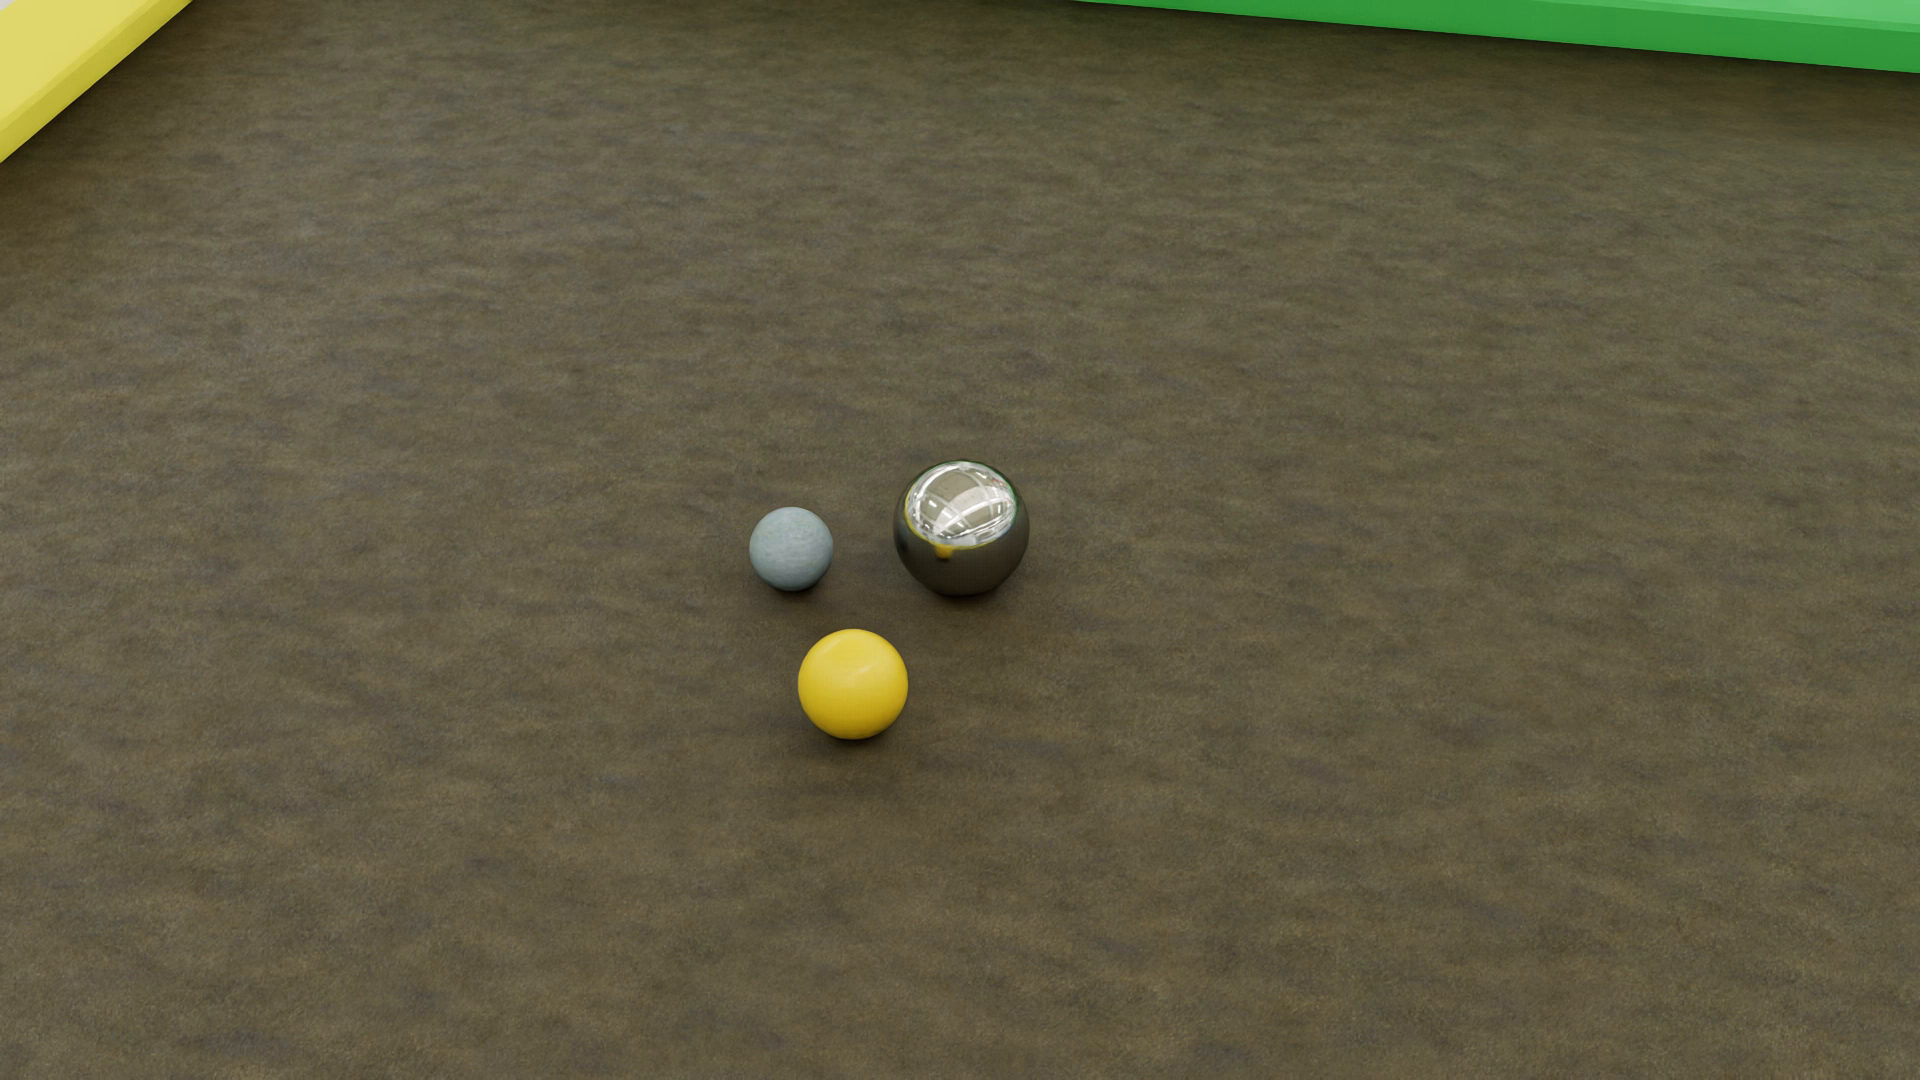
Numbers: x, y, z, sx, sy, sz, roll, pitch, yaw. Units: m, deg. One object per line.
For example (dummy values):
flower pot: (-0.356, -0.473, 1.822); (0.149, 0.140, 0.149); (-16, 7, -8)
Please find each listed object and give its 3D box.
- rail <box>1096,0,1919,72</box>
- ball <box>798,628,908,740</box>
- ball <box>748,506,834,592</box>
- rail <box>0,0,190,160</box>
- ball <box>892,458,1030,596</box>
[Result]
rail: (1.233, -0.478, 2.481); (4.128, 0.128, 0.045); (7, 35, 10)
ball: (-0.071, 0.096, 1.699); (0.074, 0.074, 0.074); (0, 35, 0)
ball: (-0.121, 0.006, 1.839); (0.061, 0.061, 0.061); (0, 35, 0)
rail: (-0.985, -0.144, 1.997); (0.045, 0.128, 2.148); (7, 35, 10)
ball: (0.001, -0.009, 1.828); (0.098, 0.098, 0.098); (0, 35, 0)
